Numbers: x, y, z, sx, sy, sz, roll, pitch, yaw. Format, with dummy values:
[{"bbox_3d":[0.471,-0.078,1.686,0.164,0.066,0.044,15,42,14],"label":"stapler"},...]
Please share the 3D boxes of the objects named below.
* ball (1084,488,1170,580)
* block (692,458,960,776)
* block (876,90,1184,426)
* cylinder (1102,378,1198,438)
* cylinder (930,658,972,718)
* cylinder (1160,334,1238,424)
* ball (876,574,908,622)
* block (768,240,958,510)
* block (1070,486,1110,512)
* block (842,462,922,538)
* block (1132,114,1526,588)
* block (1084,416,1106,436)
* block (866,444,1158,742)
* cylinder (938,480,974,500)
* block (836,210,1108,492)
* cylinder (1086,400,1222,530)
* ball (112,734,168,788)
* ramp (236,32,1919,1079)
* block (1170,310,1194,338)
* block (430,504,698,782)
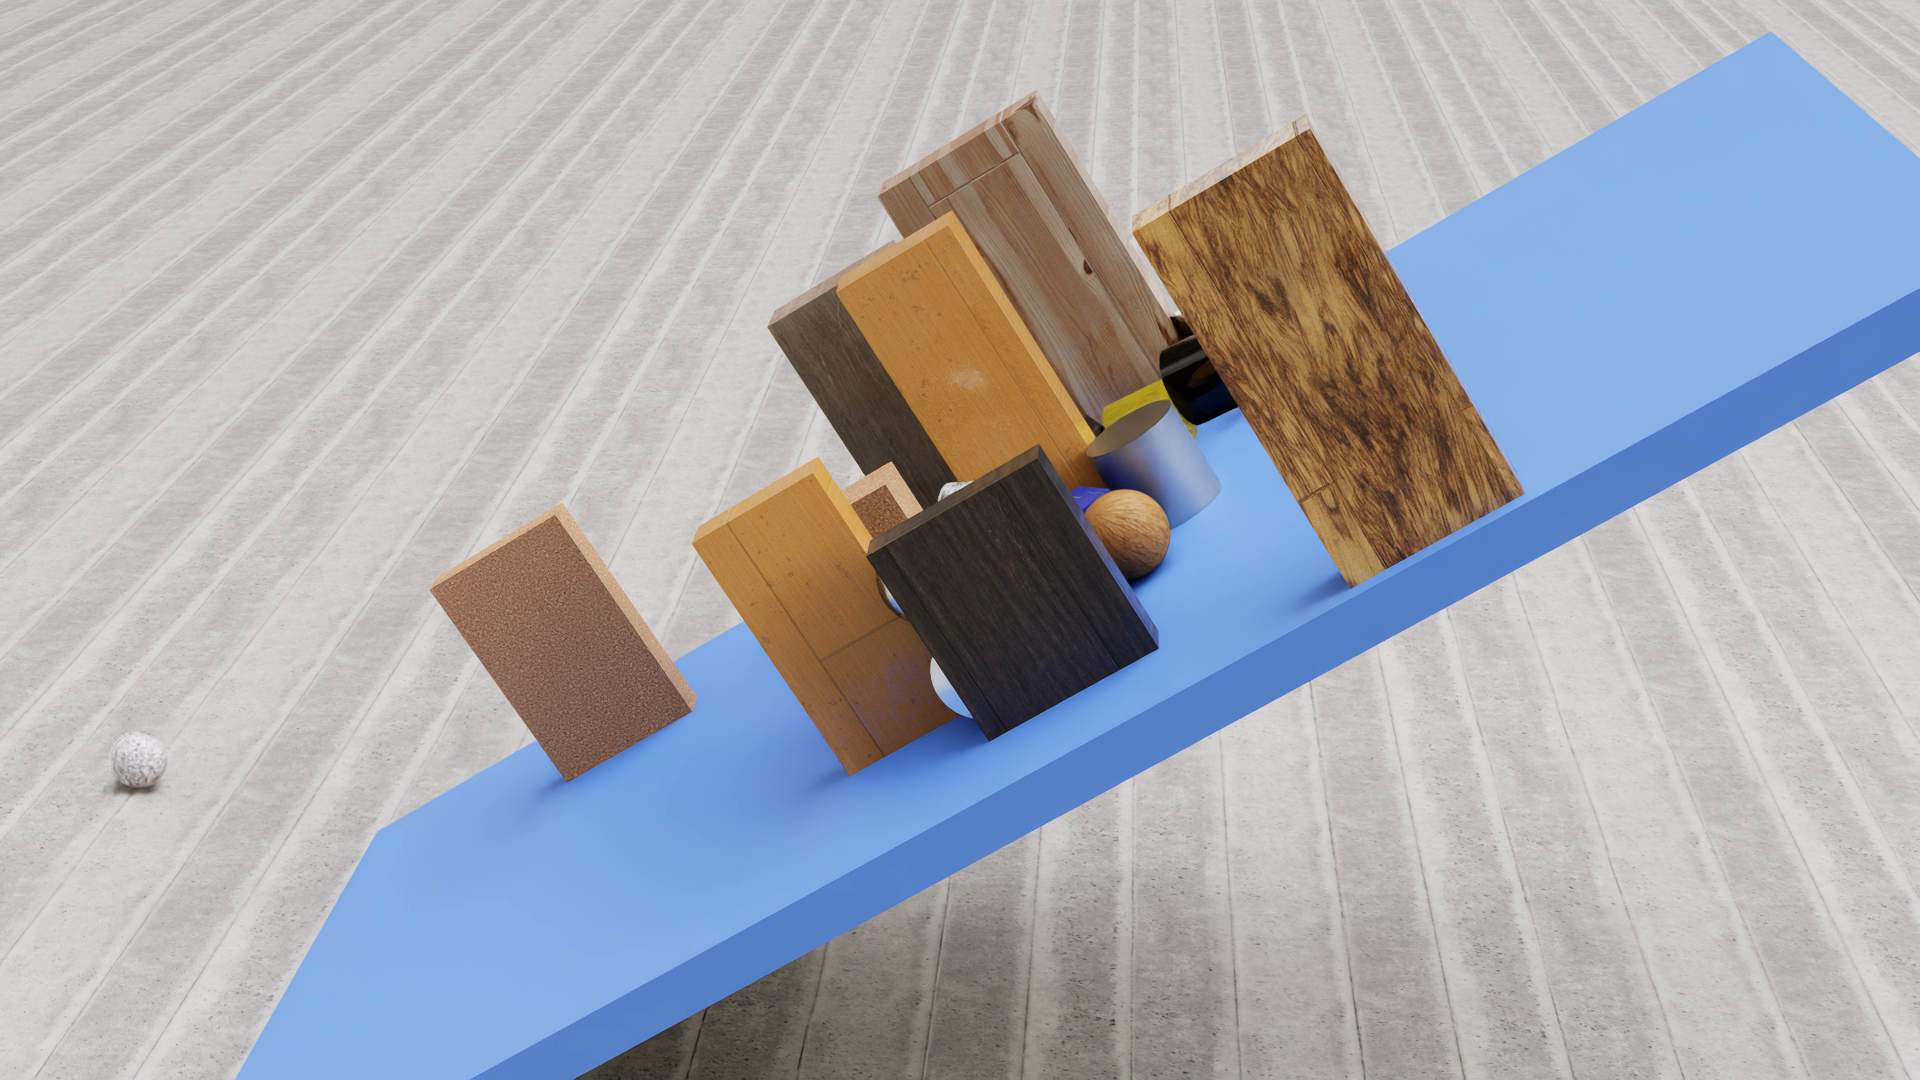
[{"bbox_3d":[0.331,-0.011,5.908,0.184,0.184,0.184,0,20,0],"label":"ball"},{"bbox_3d":[-0.249,0.154,5.823,0.283,0.574,0.103,-30,15,13],"label":"block"},{"bbox_3d":[0.200,-0.598,6.874,0.426,0.782,0.138,-30,15,13],"label":"block"},{"bbox_3d":[0.425,-0.263,6.578,0.153,0.153,0.153,-25,8,27],"label":"cylinder"},{"bbox_3d":[0.050,0.218,5.733,0.202,0.202,0.202,1,20,3],"label":"cylinder"},{"bbox_3d":[0.577,-0.381,6.563,0.190,0.190,0.190,-25,7,29],"label":"cylinder"},{"bbox_3d":[-0.067,0.068,5.681,0.192,0.192,0.192,0,20,0],"label":"ball"},{"bbox_3d":[-0.087,-0.260,6.487,0.311,0.736,0.136,-30,15,13],"label":"block"},{"bbox_3d":[0.256,0.003,6.066,0.161,0.161,0.161,-37,15,-15],"label":"block"},{"bbox_3d":[-0.153,0.104,6.074,0.284,0.427,0.150,-30,15,13],"label":"block"},{"bbox_3d":[0.643,-0.323,5.132,0.348,0.754,0.121,-30,15,13],"label":"block"},{"bbox_3d":[0.276,-0.158,6.542,0.158,0.158,0.158,-34,15,-2],"label":"block"},{"bbox_3d":[0.101,0.102,5.534,0.374,0.436,0.089,-30,15,13],"label":"block"},{"bbox_3d":[0.047,-0.053,6.109,0.143,0.143,0.143,-4,16,24],"label":"cylinder"},{"bbox_3d":[0.065,-0.293,6.223,0.275,0.763,0.136,-30,15,13],"label":"block"},{"bbox_3d":[0.406,-0.149,6.147,0.207,0.207,0.207,-31,15,9],"label":"cylinder"},{"bbox_3d":[-2.265,0.609,8.120,0.151,0.151,0.151,0,20,0],"label":"ball"},{"bbox_3d":[0.141,0.169,6.290,4.000,0.100,2.000,-30,15,13],"label":"ramp"},{"bbox_3d":[0.645,-0.506,6.835,0.182,0.182,0.182,-41,17,-28],"label":"block"},{"bbox_3d":[-0.935,0.246,6.959,0.362,0.573,0.087,-30,15,13],"label":"block"}]
